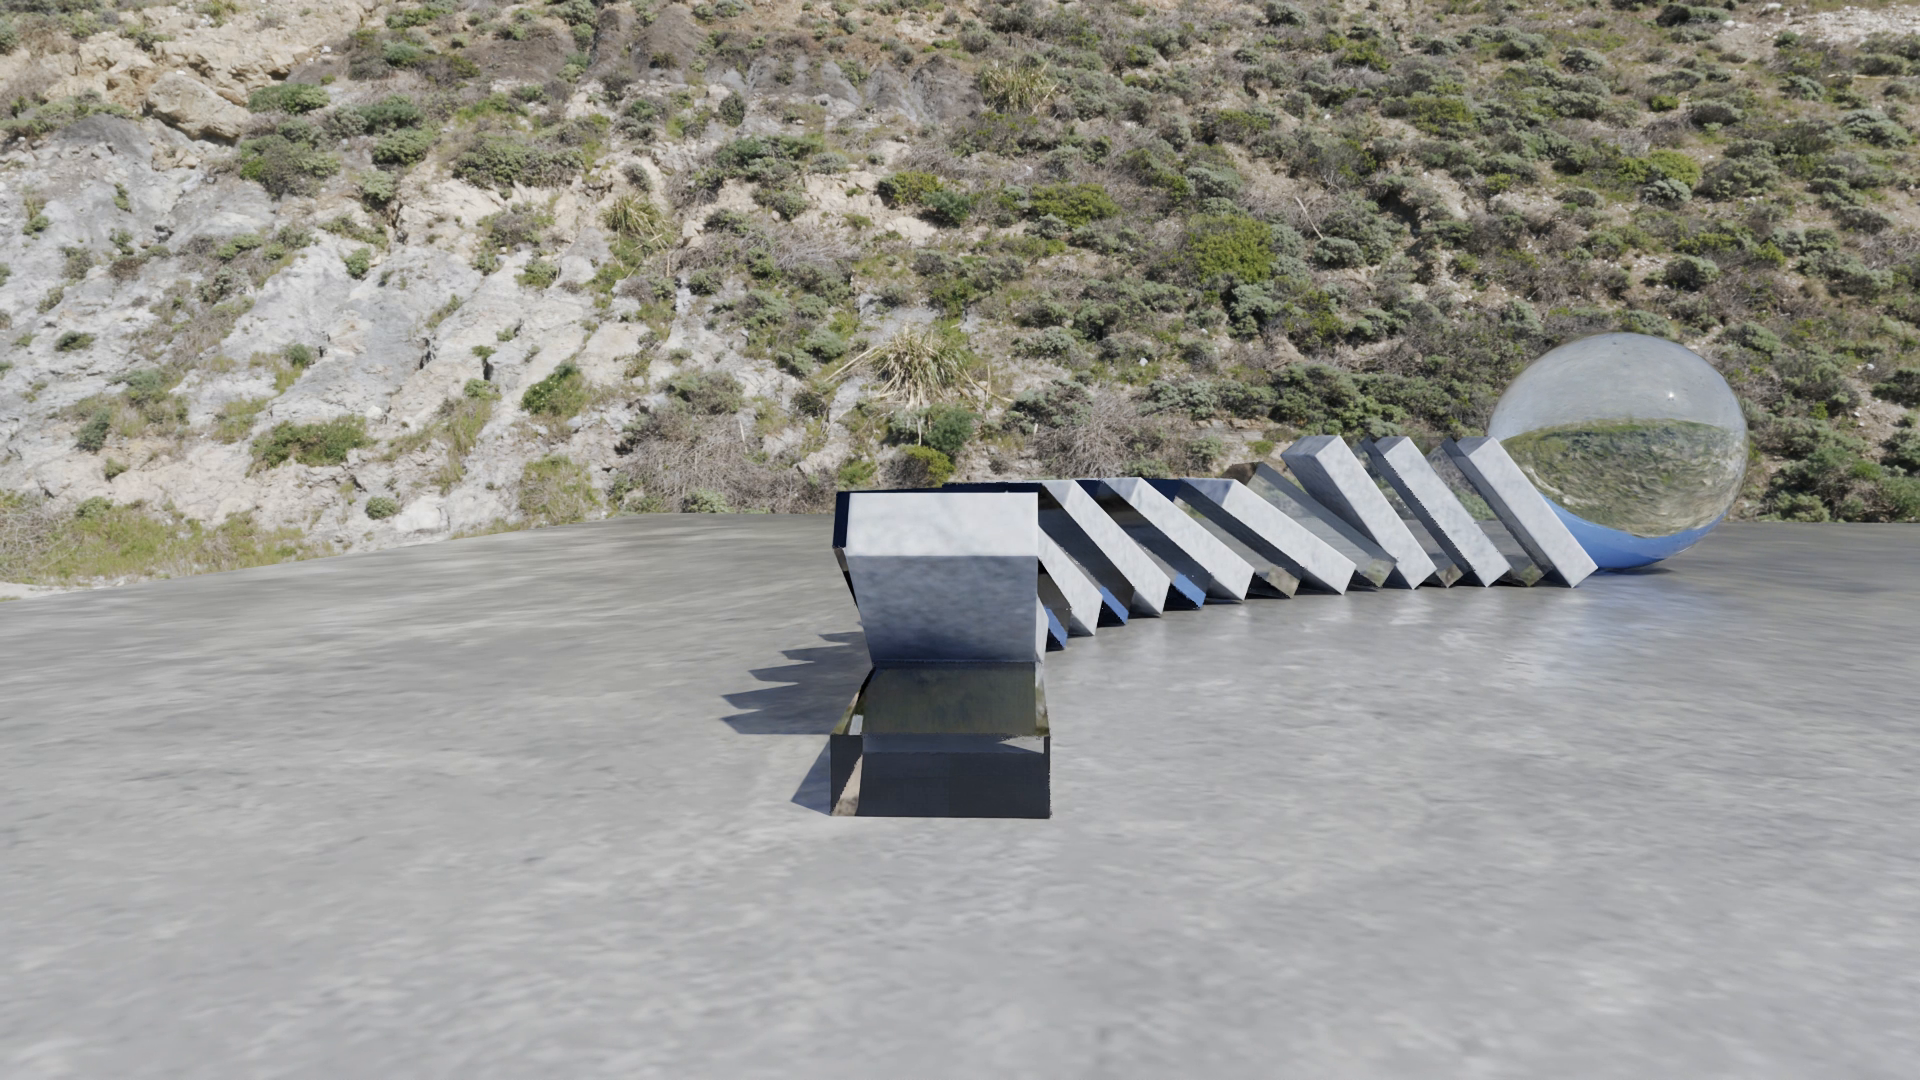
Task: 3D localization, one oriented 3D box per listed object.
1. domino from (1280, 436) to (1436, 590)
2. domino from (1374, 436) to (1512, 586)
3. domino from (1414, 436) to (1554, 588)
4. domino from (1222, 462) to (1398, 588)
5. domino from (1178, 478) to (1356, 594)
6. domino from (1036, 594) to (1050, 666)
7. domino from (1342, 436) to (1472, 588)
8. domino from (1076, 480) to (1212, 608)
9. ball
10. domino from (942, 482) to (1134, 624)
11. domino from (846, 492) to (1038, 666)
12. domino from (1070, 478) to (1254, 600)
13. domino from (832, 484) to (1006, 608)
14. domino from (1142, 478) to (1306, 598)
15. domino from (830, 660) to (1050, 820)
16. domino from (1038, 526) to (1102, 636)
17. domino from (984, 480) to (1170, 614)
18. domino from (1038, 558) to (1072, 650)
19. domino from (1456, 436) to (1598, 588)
[{"bbox_3d":[0.119,-0.009,0.384,0.009,0.050,0.025,-39,9,-4],"label":"domino"},{"bbox_3d":[0.145,-0.009,0.392,0.010,0.050,0.025,-39,2,4],"label":"domino"},{"bbox_3d":[0.157,-0.009,0.392,0.009,0.050,0.025,-39,2,4],"label":"domino"},{"bbox_3d":[0.101,-0.005,0.378,0.050,0.009,0.025,35,-4,-8],"label":"domino"},{"bbox_3d":[0.085,-0.001,0.364,0.050,0.009,0.025,31,-10,-25],"label":"domino"},{"bbox_3d":[-0.001,0.008,0.231,0.025,0.009,0.050,1,-26,16],"label":"domino"},{"bbox_3d":[0.132,-0.009,0.391,0.010,0.050,0.025,-39,2,4],"label":"domino"},{"bbox_3d":[0.039,0.001,0.324,0.025,0.009,0.050,3,-26,47],"label":"domino"},{"bbox_3d":[0.221,-0.030,0.434,0.080,0.080,0.080,0,4,0],"label":"ball"},{"bbox_3d":[0.018,0.004,0.291,0.025,0.009,0.050,2,-27,34],"label":"domino"},{"bbox_3d":[-0.001,0.010,0.190,0.025,0.009,0.050,0,-29,3],"label":"domino"},{"bbox_3d":[0.052,0.000,0.338,0.050,0.009,0.025,34,-19,-34],"label":"domino"},{"bbox_3d":[-0.003,0.009,0.207,0.025,0.010,0.050,-2,-29,6],"label":"domino"},{"bbox_3d":[0.068,-0.001,0.353,0.050,0.009,0.025,32,-12,-27],"label":"domino"},{"bbox_3d":[-0.001,0.025,0.171,0.025,0.009,0.050,0,4,2],"label":"domino"},{"bbox_3d":[0.009,0.006,0.273,0.025,0.009,0.050,3,-24,30],"label":"domino"},{"bbox_3d":[0.027,0.002,0.307,0.025,0.009,0.050,1,-27,38],"label":"domino"},{"bbox_3d":[0.003,0.007,0.252,0.025,0.010,0.050,2,-25,23],"label":"domino"},{"bbox_3d":[0.169,-0.009,0.390,0.009,0.050,0.025,-39,2,4],"label":"domino"}]
